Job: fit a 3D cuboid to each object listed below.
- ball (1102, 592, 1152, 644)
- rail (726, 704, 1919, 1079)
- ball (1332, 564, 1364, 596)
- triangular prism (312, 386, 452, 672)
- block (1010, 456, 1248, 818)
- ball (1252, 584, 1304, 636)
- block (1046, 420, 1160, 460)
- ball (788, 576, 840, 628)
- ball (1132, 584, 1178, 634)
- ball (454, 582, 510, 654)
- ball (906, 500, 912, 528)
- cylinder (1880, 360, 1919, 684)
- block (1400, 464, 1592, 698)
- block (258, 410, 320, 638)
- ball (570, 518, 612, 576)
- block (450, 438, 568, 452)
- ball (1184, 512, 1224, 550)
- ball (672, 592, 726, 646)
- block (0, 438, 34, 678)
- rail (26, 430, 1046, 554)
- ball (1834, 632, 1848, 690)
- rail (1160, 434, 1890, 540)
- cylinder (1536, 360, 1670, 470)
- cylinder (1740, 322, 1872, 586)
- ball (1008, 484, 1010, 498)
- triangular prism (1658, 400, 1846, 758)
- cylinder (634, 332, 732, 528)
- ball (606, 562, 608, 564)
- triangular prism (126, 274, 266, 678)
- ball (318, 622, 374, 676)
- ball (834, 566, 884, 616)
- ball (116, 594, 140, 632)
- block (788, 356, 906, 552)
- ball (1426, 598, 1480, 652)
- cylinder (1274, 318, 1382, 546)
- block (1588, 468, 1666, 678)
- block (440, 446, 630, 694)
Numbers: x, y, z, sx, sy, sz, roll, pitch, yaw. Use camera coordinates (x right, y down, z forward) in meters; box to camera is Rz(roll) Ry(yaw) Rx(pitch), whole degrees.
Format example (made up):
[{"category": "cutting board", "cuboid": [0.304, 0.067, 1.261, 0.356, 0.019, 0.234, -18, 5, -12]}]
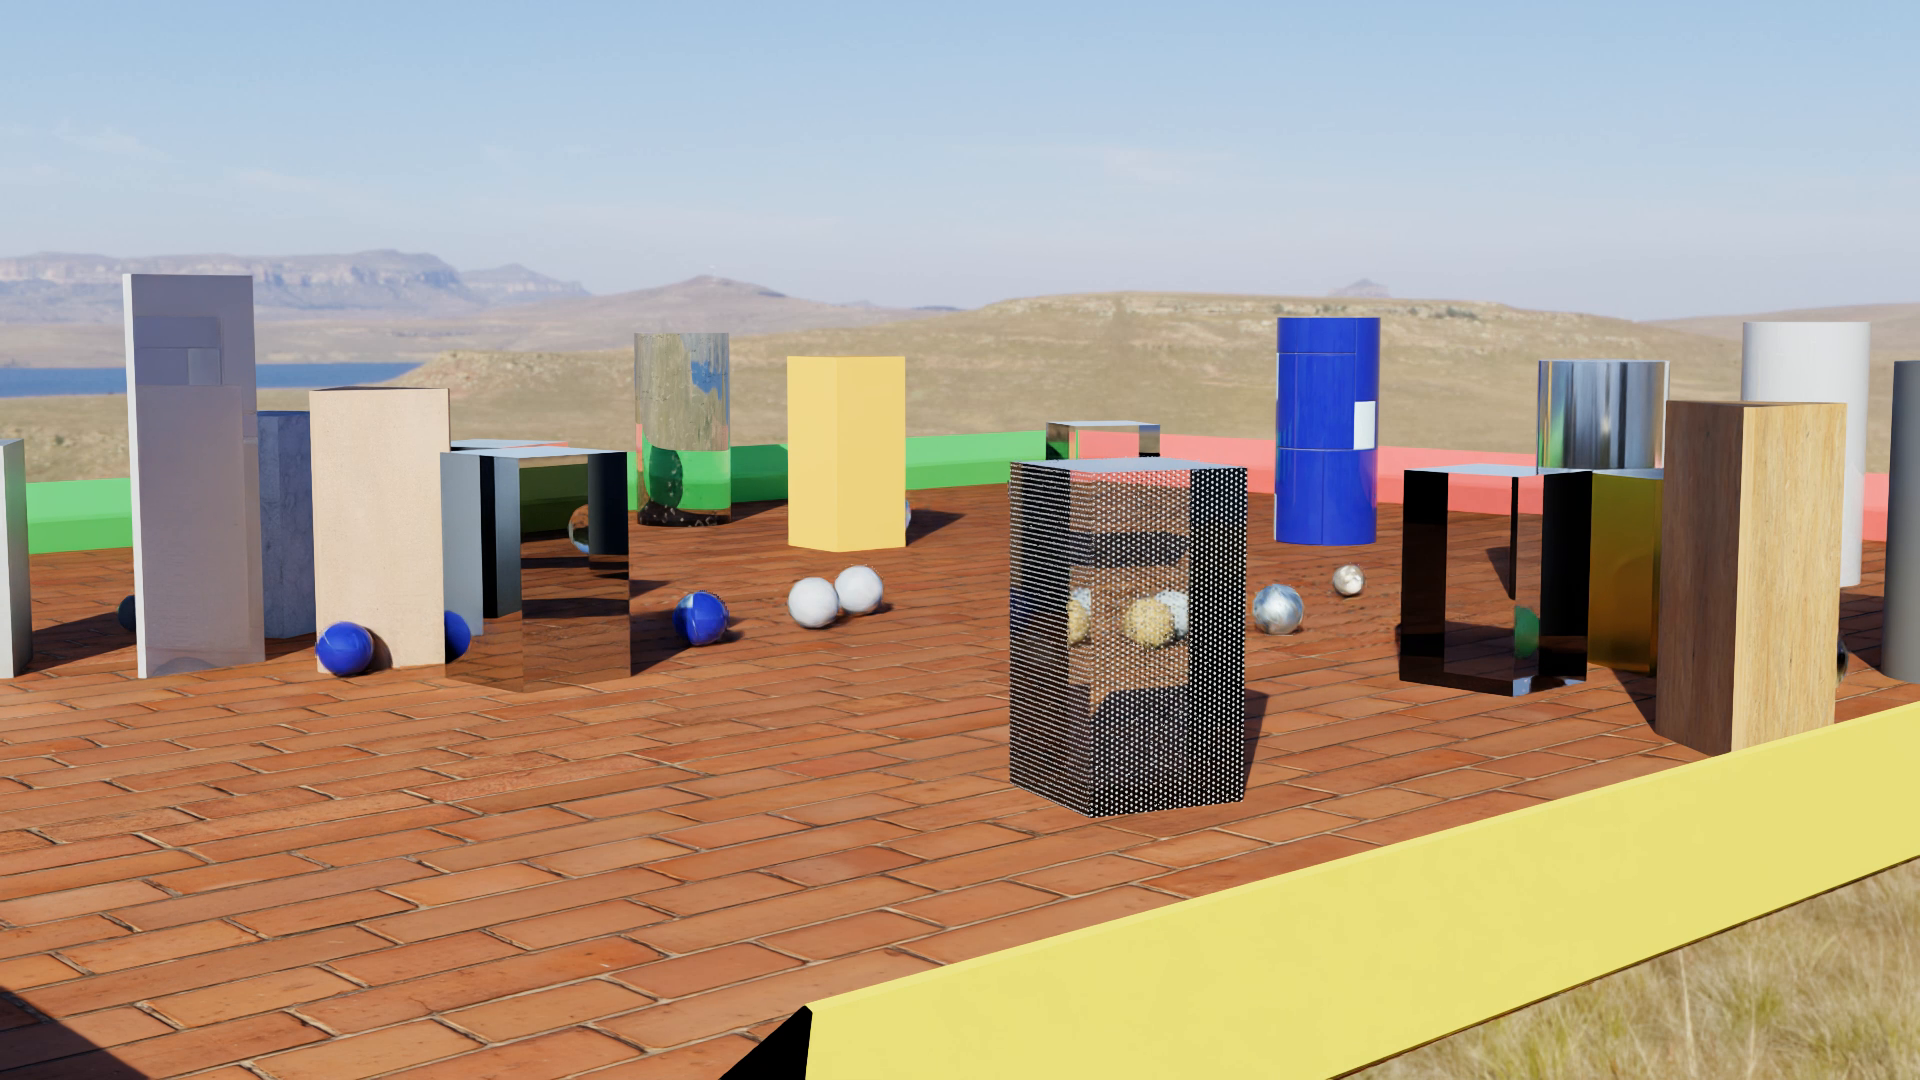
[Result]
[{"category": "ball", "cuboid": [0.223, 0.105, 2.945, 0.069, 0.069, 0.069, 0, 6, 0]}, {"category": "rail", "cuboid": [1.118, 0.159, 2.126, 3.893, 0.129, 0.045, -5, 8, -42]}, {"category": "ball", "cuboid": [0.606, 0.063, 3.432, 0.050, 0.050, 0.050, 0, 6, 0]}, {"category": "triangular prism", "cuboid": [-0.753, -0.020, 2.801, 0.171, 0.347, 0.148, -4, 7, -31]}, {"category": "block", "cuboid": [0.152, 0.082, 2.024, 0.158, 0.305, 0.158, -3, 7, -25]}, {"category": "ball", "cuboid": [0.437, 0.096, 3.021, 0.071, 0.071, 0.071, 0, 6, 0]}, {"category": "block", "cuboid": [0.254, -0.088, 3.946, 0.158, 0.244, 0.158, -2, 6, -17]}, {"category": "ball", "cuboid": [-0.206, 0.088, 3.088, 0.073, 0.073, 0.073, 0, 6, 0]}, {"category": "ball", "cuboid": [0.266, 0.095, 3.037, 0.070, 0.070, 0.070, 0, 6, 0]}, {"category": "ball", "cuboid": [-0.630, 0.101, 2.845, 0.091, 0.091, 0.091, 0, 6, 0]}, {"category": "ball", "cuboid": [-0.144, -0.050, 4.289, 0.097, 0.097, 0.097, 0, 6, 0]}, {"category": "cylinder", "cuboid": [1.229, -0.023, 2.662, 0.198, 0.383, 0.198, 0, 6, 0]}, {"category": "block", "cuboid": [0.643, 0.043, 2.639, 0.158, 0.255, 0.158, -6, 8, -43]}, {"category": "block", "cuboid": [-0.968, -0.026, 3.078, 0.158, 0.302, 0.158, 2, 6, 19]}, {"category": "ball", "cuboid": [-0.635, 0.012, 3.694, 0.099, 0.099, 0.099, 0, 6, 0]}, {"category": "block", "cuboid": [-0.662, -0.007, 3.099, 0.158, 0.259, 0.158, 3, 7, 24]}, {"category": "ball", "cuboid": [0.455, -0.017, 4.100, 0.072, 0.072, 0.072, 0, 6, 0]}, {"category": "ball", "cuboid": [-0.347, 0.105, 2.929, 0.072, 0.072, 0.072, 0, 6, 0]}, {"category": "block", "cuboid": [-1.248, 0.021, 2.716, 0.158, 0.282, 0.158, -2, 6, -14]}, {"category": "rail", "cuboid": [-1.118, -0.092, 4.537, 3.893, 0.129, 0.045, -5, 8, -42]}, {"category": "ball", "cuboid": [0.966, 0.136, 2.517, 0.096, 0.096, 0.096, 0, 6, 0]}, {"category": "rail", "cuboid": [1.413, -0.102, 4.629, 0.045, 0.129, 3.346, -5, 8, -42]}, {"category": "cylinder", "cuboid": [0.999, -0.096, 3.431, 0.198, 0.367, 0.198, 0, 6, 0]}, {"category": "cylinder", "cuboid": [1.387, -0.145, 3.625, 0.198, 0.426, 0.198, 0, 6, 0]}, {"category": "ball", "cuboid": [0.154, -0.109, 4.858, 0.096, 0.096, 0.096, 0, 6, 0]}, {"category": "triangular prism", "cuboid": [0.784, 0.035, 2.251, 0.171, 0.352, 0.148, -5, 8, -38]}, {"category": "cylinder", "cuboid": [-0.581, -0.235, 4.615, 0.198, 0.398, 0.198, 0, 6, 0]}, {"category": "ball", "cuboid": [-0.627, 0.029, 3.778, 0.047, 0.047, 0.047, 0, 6, 0]}, {"category": "triangular prism", "cuboid": [-0.997, -0.087, 2.760, 0.148, 0.488, 0.171, 5, 8, 39]}, {"category": "ball", "cuboid": [-0.751, 0.133, 2.687, 0.067, 0.067, 0.067, 0, 6, 0]}, {"category": "ball", "cuboid": [-0.148, 0.074, 3.217, 0.073, 0.073, 0.073, 0, 6, 0]}, {"category": "ball", "cuboid": [-1.146, 0.102, 3.060, 0.051, 0.051, 0.051, 0, 6, 0]}, {"category": "block", "cuboid": [-0.215, -0.167, 4.157, 0.158, 0.359, 0.158, -5, 8, -39]}, {"category": "ball", "cuboid": [0.645, 0.111, 2.875, 0.070, 0.070, 0.070, 0, 6, 0]}, {"category": "cylinder", "cuboid": [0.709, -0.214, 4.254, 0.198, 0.431, 0.198, 0, 6, 0]}, {"category": "block", "cuboid": [0.884, 0.036, 2.770, 0.158, 0.241, 0.158, -2, 6, -22]}, {"category": "block", "cuboid": [-0.513, 0.031, 2.660, 0.158, 0.275, 0.158, 5, 8, 42]}]
